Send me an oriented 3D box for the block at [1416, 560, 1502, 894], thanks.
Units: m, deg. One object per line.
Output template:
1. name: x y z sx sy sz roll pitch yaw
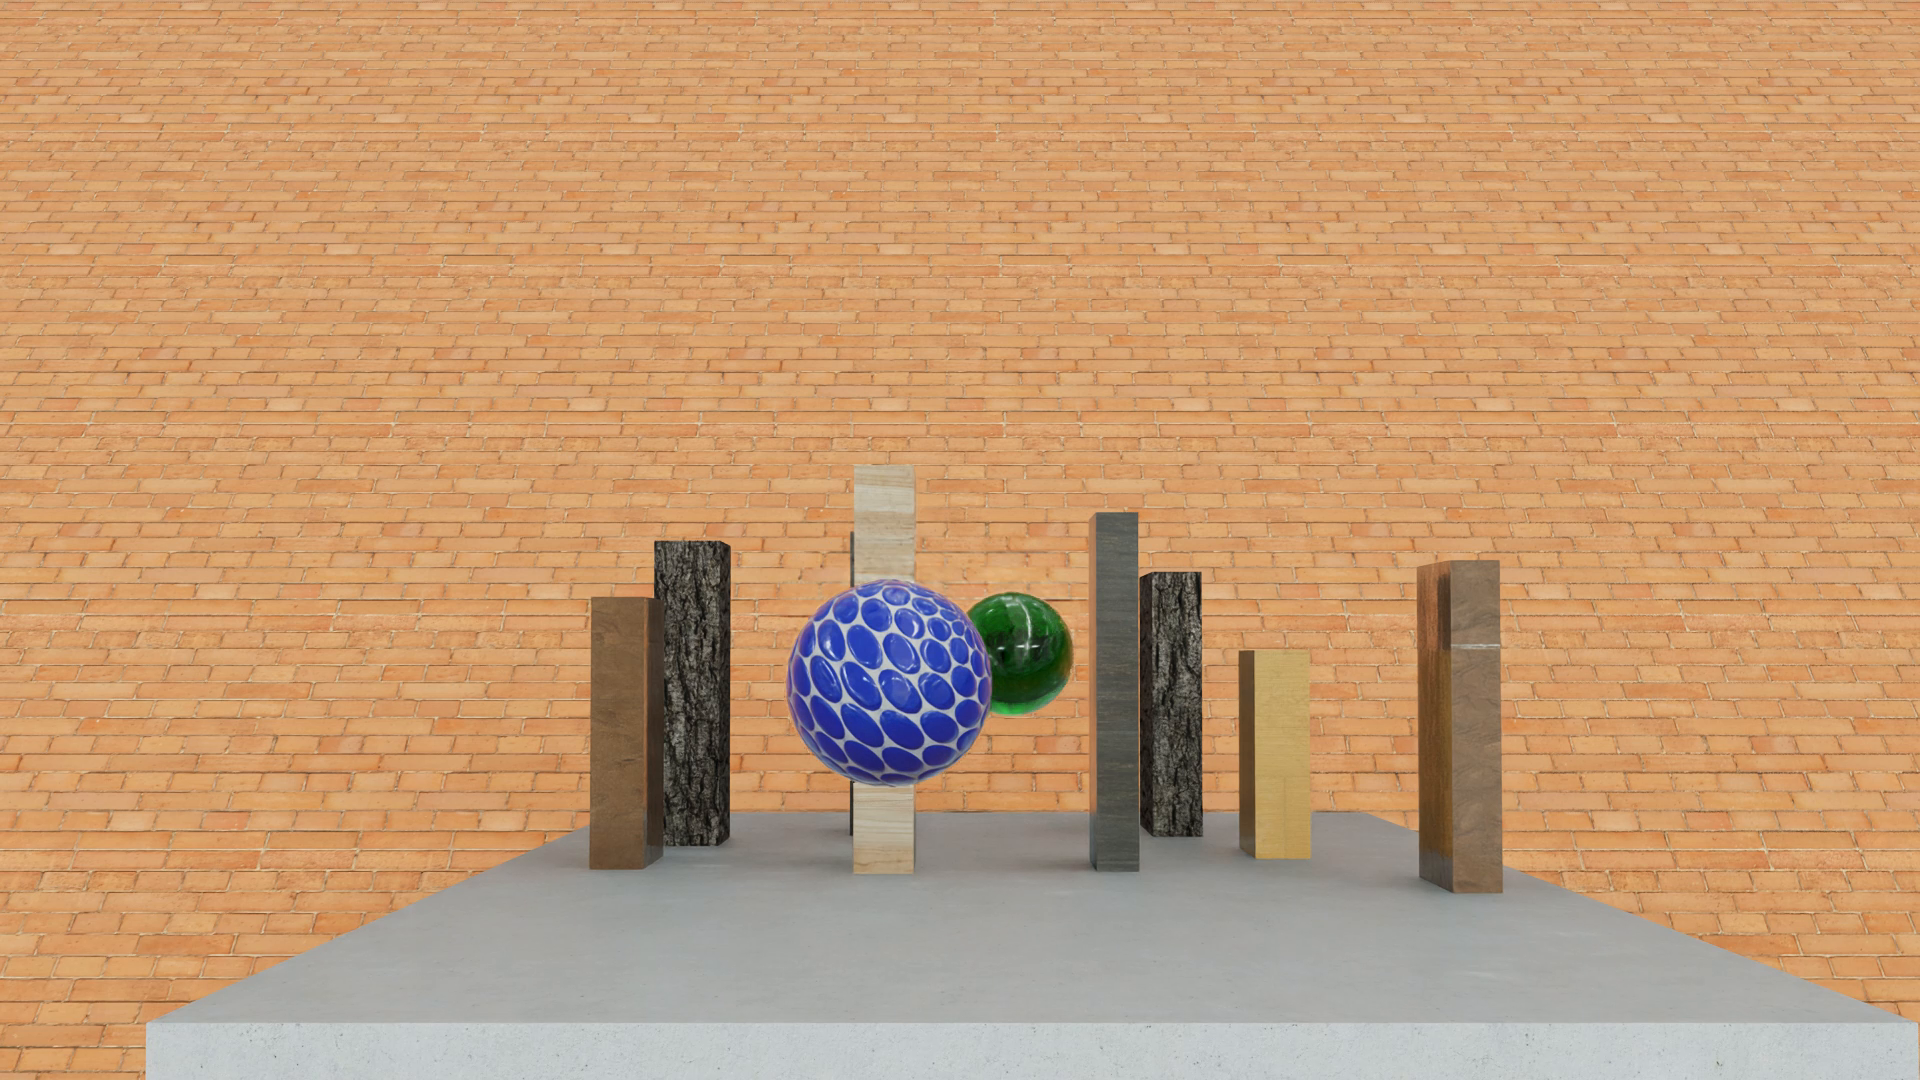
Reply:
1. block: 0.907 0.334 4.738 0.087 0.584 0.338 0 -3 0

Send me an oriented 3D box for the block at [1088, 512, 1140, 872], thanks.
1. block: 0.305 0.299 5.168 0.082 0.694 0.287 0 -3 0

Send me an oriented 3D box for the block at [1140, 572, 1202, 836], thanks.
1. block: 0.502 0.388 6.224 0.115 0.611 0.436 0 -3 0

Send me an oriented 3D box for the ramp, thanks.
1. ramp: 0.082 0.685 4.932 2.000 0.100 4.000 0 -3 0

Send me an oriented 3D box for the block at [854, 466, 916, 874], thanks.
1. block: -0.146 0.254 5.150 0.115 0.781 0.330 0 -3 0

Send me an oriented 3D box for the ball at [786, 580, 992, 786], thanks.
1. ball: -0.069 0.140 2.539 0.202 0.202 0.202 0 37 0

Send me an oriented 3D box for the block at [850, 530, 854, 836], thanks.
1. block: -0.199 0.338 6.172 0.114 0.707 0.258 0 -3 0

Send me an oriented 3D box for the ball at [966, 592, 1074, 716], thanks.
1. ball: 0.062 0.136 3.119 0.149 0.149 0.149 0 37 0

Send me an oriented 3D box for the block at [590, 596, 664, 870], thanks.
1. block: -0.669 0.384 5.250 0.104 0.531 0.347 0 -3 0

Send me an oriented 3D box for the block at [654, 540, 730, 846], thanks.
1. block: -0.601 0.342 5.856 0.144 0.670 0.279 0 -3 0

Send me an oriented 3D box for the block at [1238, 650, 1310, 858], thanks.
1. block: 0.663 0.447 5.504 0.113 0.428 0.312 0 -3 0
